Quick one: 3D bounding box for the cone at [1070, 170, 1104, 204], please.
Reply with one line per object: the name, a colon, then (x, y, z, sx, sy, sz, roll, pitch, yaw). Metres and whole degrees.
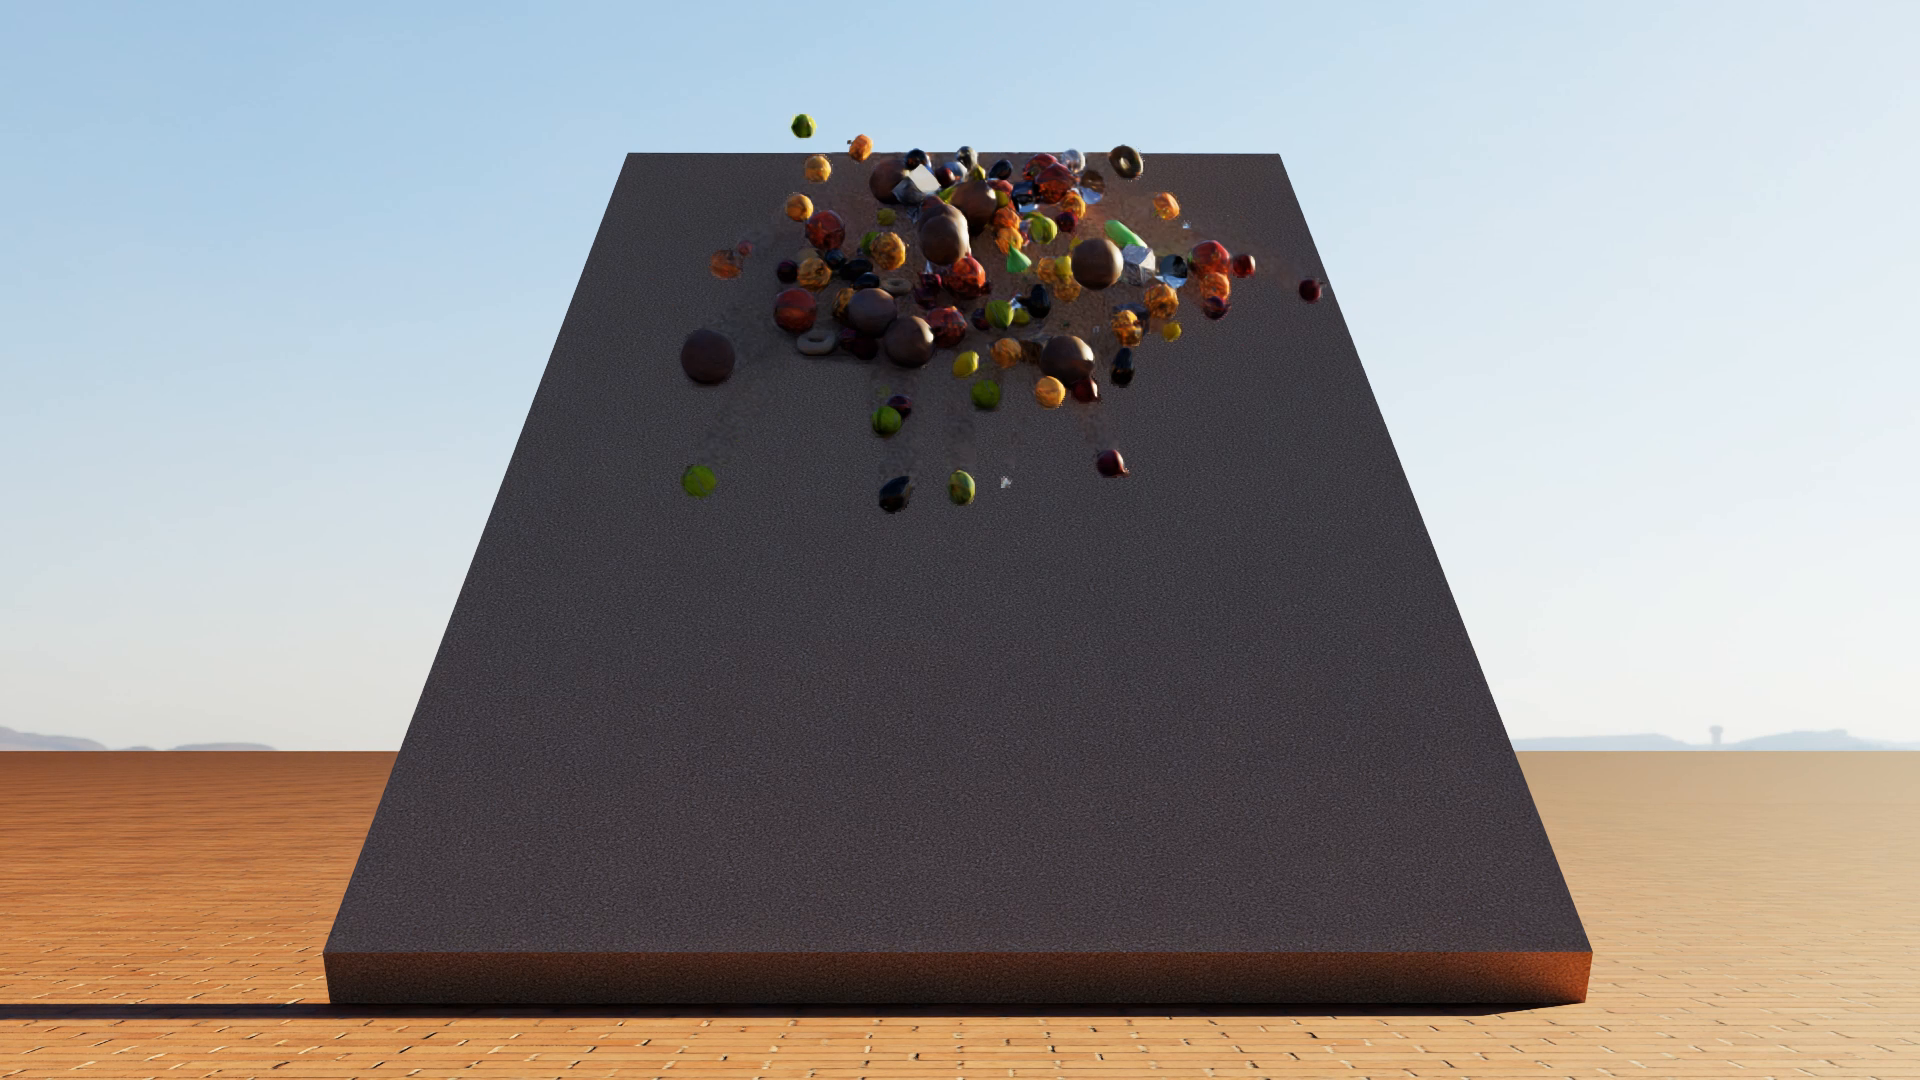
cone: (0.341, -1.001, 6.728, 0.096, 0.096, 0.096, 4, 7, -40)

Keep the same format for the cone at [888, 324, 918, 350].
cone: (-0.135, -0.494, 5.908, 0.067, 0.067, 0.067, 19, -10, -15)

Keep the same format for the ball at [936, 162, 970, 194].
ball: (-0.021, -1.058, 6.937, 0.095, 0.095, 0.095, 0, -5, 0)

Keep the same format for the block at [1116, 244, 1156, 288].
block: (0.466, -0.729, 6.308, 0.074, 0.074, 0.074, 18, 47, 29)

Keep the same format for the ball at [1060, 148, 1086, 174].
ball: (0.328, -1.103, 6.919, 0.072, 0.072, 0.072, 0, -5, 0)

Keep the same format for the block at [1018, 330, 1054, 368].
block: (0.187, -0.469, 5.836, 0.062, 0.062, 0.062, 17, 32, 29)

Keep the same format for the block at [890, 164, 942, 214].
block: (-0.118, -0.949, 6.409, 0.080, 0.080, 0.080, -37, 7, 45)

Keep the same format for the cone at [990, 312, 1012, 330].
cone: (0.101, -0.561, 6.007, 0.050, 0.050, 0.050, 20, -10, -13)

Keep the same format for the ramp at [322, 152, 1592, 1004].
ramp: (-0.011, -0.225, 5.540, 2.000, 0.100, 4.000, 0, 27, 0)

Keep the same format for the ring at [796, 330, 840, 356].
ring: (-0.352, -0.489, 5.897, 0.107, 0.036, 0.107, -3, 32, 2)

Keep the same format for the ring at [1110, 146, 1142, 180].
ring: (0.472, -1.072, 6.744, 0.106, 0.106, 0.035, -6, 32, 49)

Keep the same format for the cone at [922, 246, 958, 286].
cone: (-0.063, -0.740, 6.293, 0.097, 0.097, 0.097, -1, -49, 15)

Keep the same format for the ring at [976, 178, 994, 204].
ring: (0.071, -1.010, 6.871, 0.025, 0.076, 0.076, 15, -12, -32)

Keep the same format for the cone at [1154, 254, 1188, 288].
cone: (0.542, -0.709, 6.325, 0.090, 0.090, 0.090, 3, -6, -33)

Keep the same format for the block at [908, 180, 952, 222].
block: (-0.086, -0.965, 6.759, 0.093, 0.093, 0.093, 17, 32, 29)

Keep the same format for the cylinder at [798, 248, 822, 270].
cylinder: (-0.403, -0.750, 6.349, 0.060, 0.060, 0.060, 0, 8, 2)

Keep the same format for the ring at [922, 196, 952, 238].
ring: (-0.063, -0.859, 6.316, 0.039, 0.118, 0.118, -29, 2, -14)

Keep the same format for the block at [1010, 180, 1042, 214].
block: (0.185, -0.961, 6.649, 0.061, 0.061, 0.061, -6, -48, 28)

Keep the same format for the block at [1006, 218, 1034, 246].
block: (0.167, -0.851, 6.583, 0.055, 0.055, 0.055, 17, 32, 29)

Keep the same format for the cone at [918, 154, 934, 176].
cone: (-0.104, -1.078, 6.918, 0.096, 0.096, 0.096, 10, 25, -4)

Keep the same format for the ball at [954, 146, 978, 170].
ball: (0.019, -1.150, 7.145, 0.068, 0.068, 0.068, 0, -5, 0)

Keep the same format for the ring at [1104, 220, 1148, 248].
ring: (0.452, -0.822, 6.473, 0.140, 0.047, 0.140, 37, 10, -8)

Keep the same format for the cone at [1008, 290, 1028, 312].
cone: (0.139, -0.604, 6.101, 0.052, 0.052, 0.052, 38, -21, 17)

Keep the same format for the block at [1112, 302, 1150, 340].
block: (0.432, -0.554, 5.997, 0.066, 0.066, 0.066, -15, 31, -26)

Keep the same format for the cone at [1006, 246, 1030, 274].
cone: (0.146, -0.764, 6.374, 0.070, 0.070, 0.070, -17, 34, 12)

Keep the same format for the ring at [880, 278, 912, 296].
ring: (-0.170, -0.665, 6.250, 0.084, 0.028, 0.084, -1, 27, 0)
